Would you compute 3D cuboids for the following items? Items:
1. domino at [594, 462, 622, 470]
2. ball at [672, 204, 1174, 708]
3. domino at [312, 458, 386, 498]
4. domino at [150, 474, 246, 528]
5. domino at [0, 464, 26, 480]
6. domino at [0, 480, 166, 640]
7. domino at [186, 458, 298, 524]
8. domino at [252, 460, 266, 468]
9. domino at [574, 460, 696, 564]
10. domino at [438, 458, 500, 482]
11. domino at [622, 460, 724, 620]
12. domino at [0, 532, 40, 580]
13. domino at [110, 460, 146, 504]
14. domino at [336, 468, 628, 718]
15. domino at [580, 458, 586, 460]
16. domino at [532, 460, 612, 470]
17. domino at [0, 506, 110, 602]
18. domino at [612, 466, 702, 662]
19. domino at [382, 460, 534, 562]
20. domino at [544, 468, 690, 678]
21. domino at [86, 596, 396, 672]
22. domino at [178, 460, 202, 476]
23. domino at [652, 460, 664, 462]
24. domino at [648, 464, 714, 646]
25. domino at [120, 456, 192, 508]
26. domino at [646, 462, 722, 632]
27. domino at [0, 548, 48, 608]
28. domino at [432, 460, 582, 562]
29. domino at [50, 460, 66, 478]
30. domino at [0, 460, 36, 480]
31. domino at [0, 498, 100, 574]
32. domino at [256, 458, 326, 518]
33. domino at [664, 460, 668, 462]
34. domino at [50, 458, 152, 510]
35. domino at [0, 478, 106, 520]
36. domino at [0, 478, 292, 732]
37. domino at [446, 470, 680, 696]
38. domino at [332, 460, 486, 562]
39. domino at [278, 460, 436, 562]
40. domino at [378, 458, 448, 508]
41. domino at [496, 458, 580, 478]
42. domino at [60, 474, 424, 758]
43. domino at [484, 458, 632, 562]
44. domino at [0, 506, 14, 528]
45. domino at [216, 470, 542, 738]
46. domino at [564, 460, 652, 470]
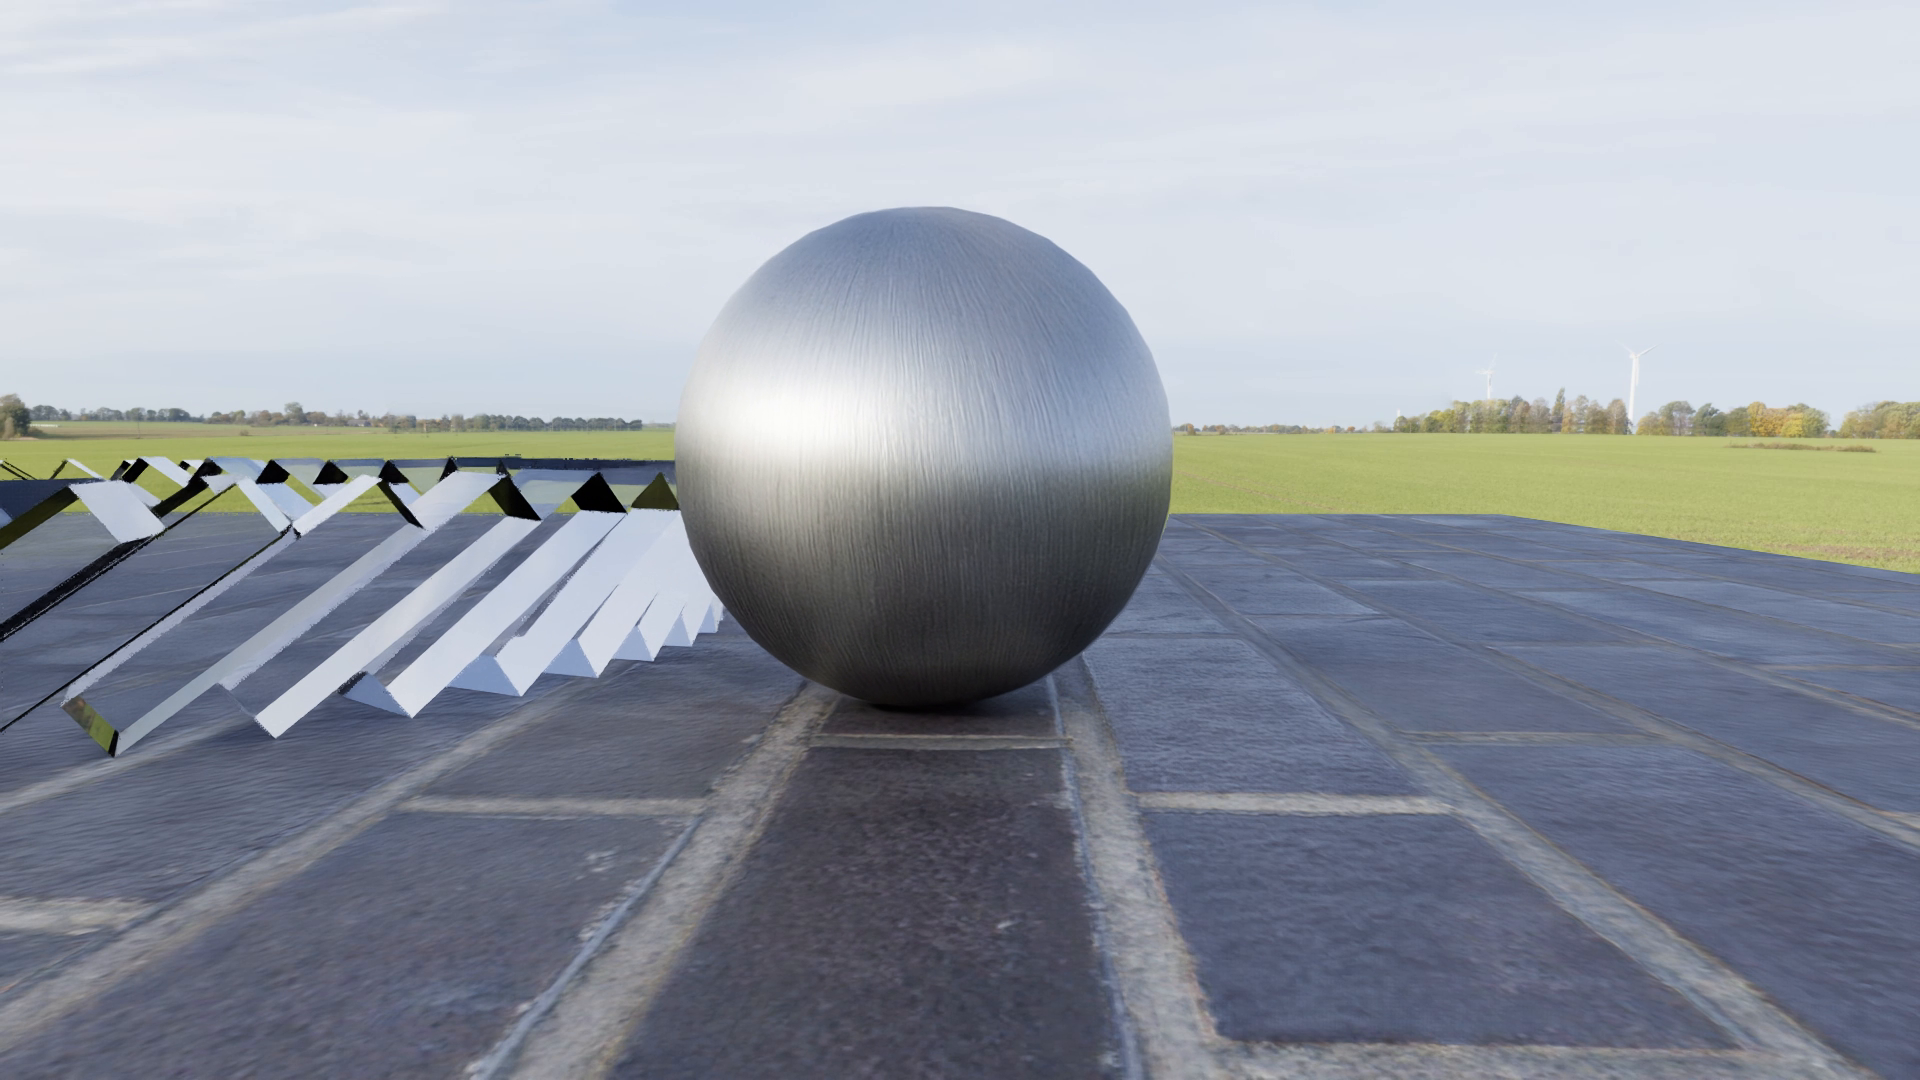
[{"bbox_3d":[-0.081,-0.002,0.338,0.025,0.009,0.050,-2,41,-21],"label":"domino"},{"bbox_3d":[-0.006,-0.013,0.208,0.080,0.080,0.080,0,4,0],"label":"ball"},{"bbox_3d":[-0.169,-0.006,0.391,0.050,0.010,0.025,38,10,6],"label":"domino"},{"bbox_3d":[-0.163,0.006,0.250,0.050,0.010,0.025,-36,12,-9],"label":"domino"},{"bbox_3d":[-0.246,-0.003,0.354,0.025,0.009,0.050,5,-31,48],"label":"domino"},{"bbox_3d":[-0.136,0.011,0.173,0.050,0.010,0.025,-39,15,-13],"label":"domino"},{"bbox_3d":[-0.204,-0.006,0.388,0.050,0.009,0.025,38,0,-6],"label":"domino"},{"bbox_3d":[-0.236,-0.011,0.463,0.050,0.009,0.025,35,-4,-13],"label":"domino"},{"bbox_3d":[-0.114,-0.011,0.467,0.050,0.009,0.025,40,19,19],"label":"domino"},{"bbox_3d":[-0.132,-0.006,0.386,0.050,0.010,0.025,45,26,24],"label":"domino"},{"bbox_3d":[-0.073,-0.001,0.322,0.025,0.009,0.050,-1,42,-11],"label":"domino"},{"bbox_3d":[-0.316,-0.005,0.396,0.025,0.010,0.050,3,-30,38],"label":"domino"},{"bbox_3d":[-0.268,-0.010,0.448,0.050,0.010,0.025,37,-11,-21],"label":"domino"},{"bbox_3d":[-0.083,0.007,0.219,0.025,0.010,0.050,4,43,41],"label":"domino"},{"bbox_3d":[-0.131,-0.011,0.473,0.050,0.010,0.025,38,16,15],"label":"domino"},{"bbox_3d":[-0.103,-0.004,0.366,0.025,0.010,0.050,-3,42,-37],"label":"domino"},{"bbox_3d":[-0.256,-0.002,0.339,0.025,0.009,0.050,3,-33,39],"label":"domino"},{"bbox_3d":[-0.067,0.004,0.270,0.025,0.010,0.050,2,41,16],"label":"domino"},{"bbox_3d":[-0.185,-0.011,0.474,0.050,0.010,0.025,35,4,-2],"label":"domino"},{"bbox_3d":[-0.071,0.005,0.253,0.025,0.010,0.050,2,41,22],"label":"domino"},{"bbox_3d":[-0.143,0.018,0.259,0.050,0.010,0.025,-1,4,-16],"label":"domino"},{"bbox_3d":[-0.252,-0.010,0.456,0.050,0.010,0.025,36,-8,-17],"label":"domino"},{"bbox_3d":[-0.098,-0.010,0.460,0.050,0.010,0.025,41,23,23],"label":"domino"},{"bbox_3d":[-0.065,0.002,0.287,0.025,0.010,0.050,2,41,10],"label":"domino"},{"bbox_3d":[-0.220,-0.005,0.380,0.050,0.009,0.025,39,-8,-17],"label":"domino"},{"bbox_3d":[-0.067,0.001,0.305,0.025,0.010,0.050,1,41,1],"label":"domino"},{"bbox_3d":[-0.262,-0.001,0.322,0.025,0.010,0.050,2,-33,27],"label":"domino"},{"bbox_3d":[-0.167,-0.011,0.475,0.050,0.009,0.025,36,7,2],"label":"domino"},{"bbox_3d":[-0.282,-0.009,0.438,0.050,0.010,0.025,38,-15,-26],"label":"domino"},{"bbox_3d":[-0.295,-0.008,0.424,0.025,0.009,0.050,5,-30,49],"label":"domino"},{"bbox_3d":[-0.306,-0.006,0.410,0.025,0.010,0.050,4,-29,43],"label":"domino"},{"bbox_3d":[-0.186,-0.006,0.392,0.050,0.009,0.025,38,6,1],"label":"domino"},{"bbox_3d":[-0.082,-0.010,0.452,0.050,0.009,0.025,43,27,27],"label":"domino"},{"bbox_3d":[-0.234,-0.004,0.368,0.050,0.009,0.025,41,-17,-27],"label":"domino"},{"bbox_3d":[-0.183,0.007,0.237,0.050,0.010,0.025,-34,-3,12],"label":"domino"},{"bbox_3d":[-0.121,0.010,0.182,0.050,0.010,0.025,-40,19,-17],"label":"domino"},{"bbox_3d":[-0.076,0.006,0.236,0.025,0.010,0.050,2,41,30],"label":"domino"},{"bbox_3d":[-0.202,-0.011,0.472,0.050,0.009,0.025,35,2,-5],"label":"domino"},{"bbox_3d":[-0.219,-0.011,0.468,0.050,0.010,0.025,35,-1,-9],"label":"domino"},{"bbox_3d":[-0.151,-0.006,0.390,0.050,0.009,0.025,40,17,14],"label":"domino"},{"bbox_3d":[-0.116,-0.005,0.378,0.025,0.009,0.050,-3,43,-43],"label":"domino"},{"bbox_3d":[-0.106,0.009,0.192,0.050,0.010,0.025,-42,24,-22],"label":"domino"},{"bbox_3d":[-0.148,-0.012,0.475,0.050,0.009,0.025,37,12,9],"label":"domino"},{"bbox_3d":[-0.152,0.012,0.166,0.050,0.010,0.025,-37,10,-7],"label":"domino"},{"bbox_3d":[-0.093,0.008,0.204,0.025,0.010,0.050,6,44,50],"label":"domino"},{"bbox_3d":[-0.092,-0.003,0.353,0.025,0.009,0.050,-2,42,-30],"label":"domino"}]
